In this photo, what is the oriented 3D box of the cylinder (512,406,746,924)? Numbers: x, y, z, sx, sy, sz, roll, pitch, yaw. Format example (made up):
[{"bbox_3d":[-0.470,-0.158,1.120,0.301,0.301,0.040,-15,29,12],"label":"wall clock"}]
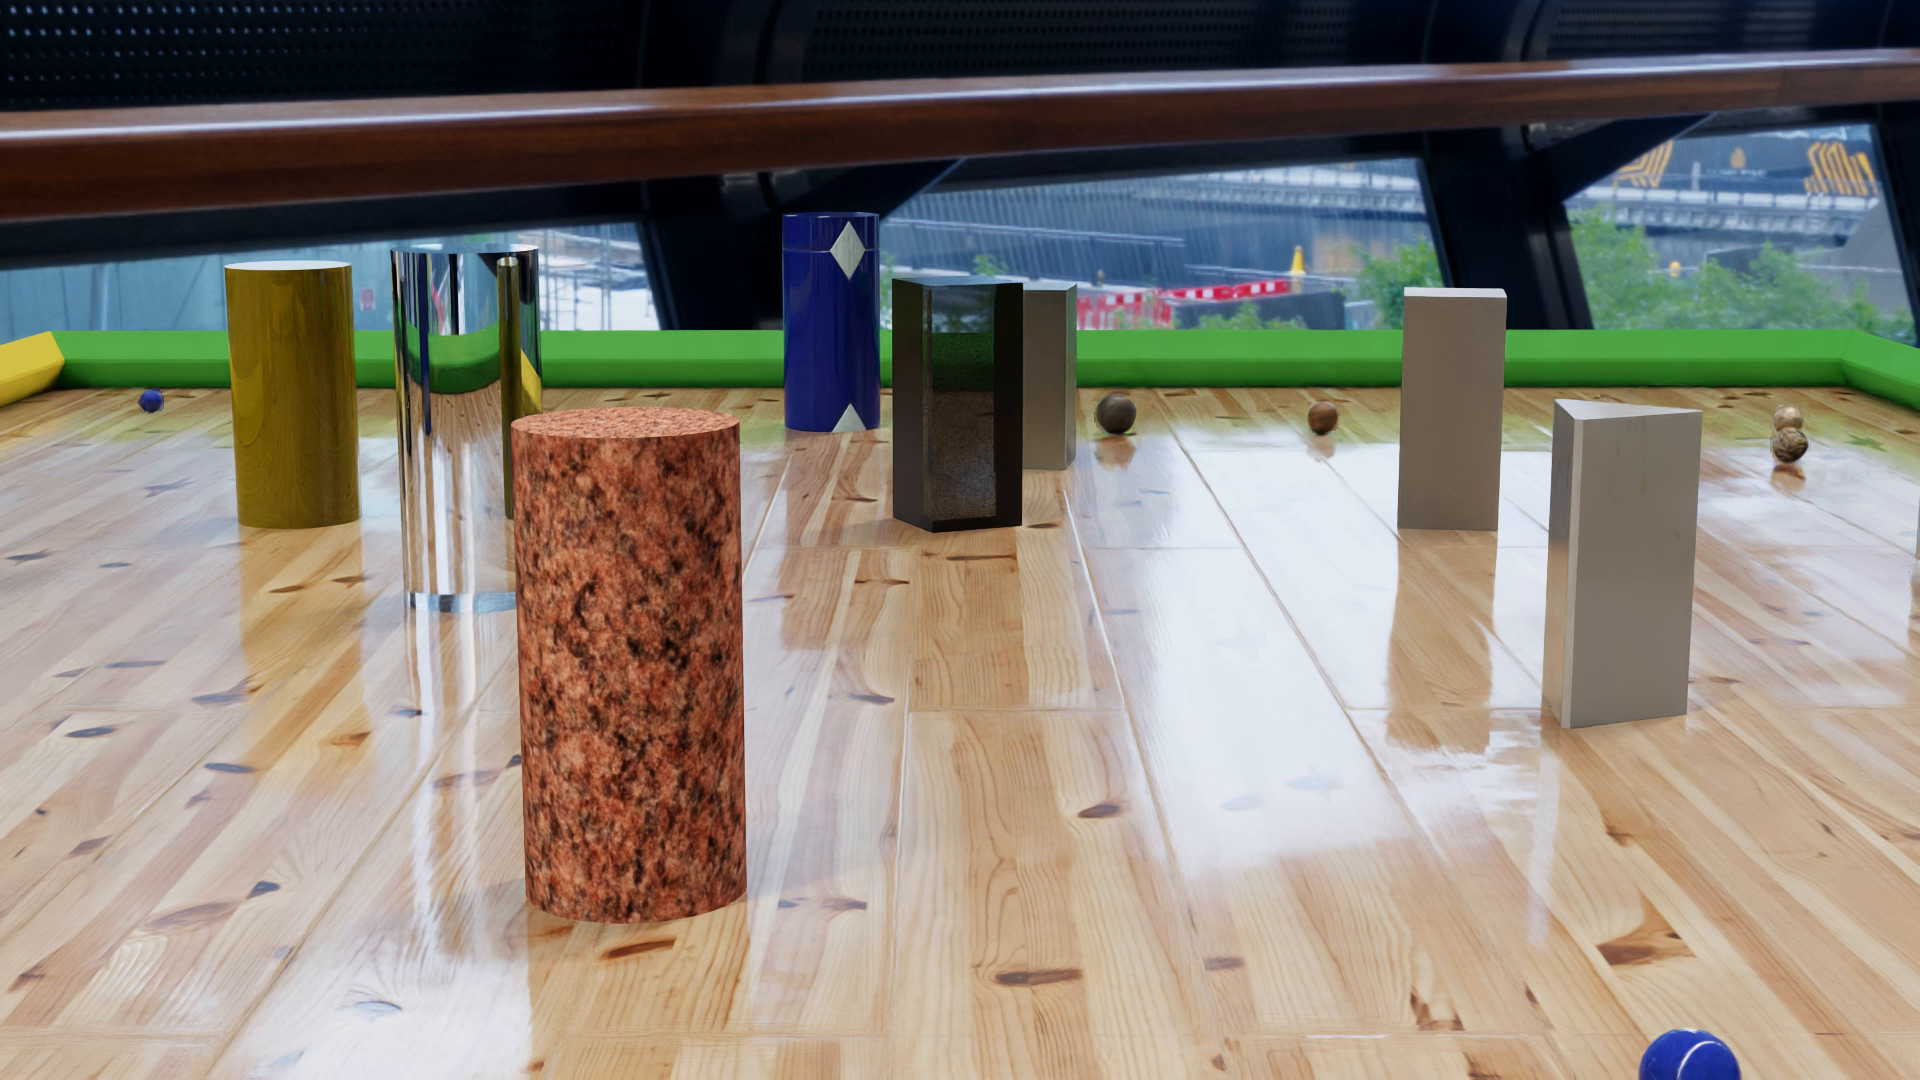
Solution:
[{"bbox_3d":[-0.290,0.105,2.262,0.197,0.421,0.197,0,10,0],"label":"cylinder"}]

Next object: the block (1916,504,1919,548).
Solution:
[{"bbox_3d":[1.550,-0.096,3.837,0.157,0.241,0.157,-1,11,-5],"label":"block"}]

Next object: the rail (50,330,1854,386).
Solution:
[{"bbox_3d":[-0.014,-0.412,5.849,4.123,0.128,0.045,0,10,0],"label":"rail"}]

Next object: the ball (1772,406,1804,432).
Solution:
[{"bbox_3d":[1.642,-0.235,5.088,0.059,0.059,0.059,0,10,0],"label":"ball"}]

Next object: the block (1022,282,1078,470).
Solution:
[{"bbox_3d":[0.127,-0.304,4.727,0.157,0.327,0.157,2,11,10],"label":"block"}]

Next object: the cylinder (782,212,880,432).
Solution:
[{"bbox_3d":[-0.260,-0.445,5.207,0.197,0.429,0.197,0,10,0],"label":"cylinder"}]

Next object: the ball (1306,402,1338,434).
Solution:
[{"bbox_3d":[0.725,-0.245,5.129,0.064,0.064,0.064,0,10,0],"label":"ball"}]

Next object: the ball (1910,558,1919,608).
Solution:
[{"bbox_3d":[1.311,0.057,3.403,0.098,0.098,0.098,0,10,0],"label":"ball"}]

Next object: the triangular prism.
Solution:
[{"bbox_3d":[0.719,0.021,2.919,0.170,0.347,0.148,-5,12,-24],"label":"triangular prism"}]

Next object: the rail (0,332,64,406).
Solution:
[{"bbox_3d":[-2.038,0.035,3.437,0.045,0.128,4.929,0,10,0],"label":"rail"}]

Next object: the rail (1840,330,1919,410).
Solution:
[{"bbox_3d":[2.038,0.031,3.460,0.045,0.128,4.929,0,10,0],"label":"rail"}]

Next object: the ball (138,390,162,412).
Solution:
[{"bbox_3d":[-1.714,-0.293,5.433,0.048,0.048,0.048,0,10,0],"label":"ball"}]

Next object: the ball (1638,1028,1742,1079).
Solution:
[{"bbox_3d":[0.505,0.373,1.775,0.070,0.070,0.070,0,10,0],"label":"ball"}]

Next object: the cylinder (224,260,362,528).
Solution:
[{"bbox_3d":[-1.073,-0.237,4.136,0.197,0.411,0.197,0,10,0],"label":"cylinder"}]

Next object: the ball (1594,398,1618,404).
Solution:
[{"bbox_3d":[1.285,-0.246,5.109,0.074,0.074,0.074,0,10,0],"label":"ball"}]

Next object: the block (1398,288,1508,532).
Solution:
[{"bbox_3d":[0.786,-0.212,4.112,0.157,0.370,0.157,2,11,9],"label":"block"}]

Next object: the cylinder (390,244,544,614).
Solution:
[{"bbox_3d":[-0.669,-0.157,3.505,0.197,0.482,0.197,0,10,0],"label":"cylinder"}]

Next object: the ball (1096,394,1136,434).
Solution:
[{"bbox_3d":[0.311,-0.252,5.118,0.082,0.082,0.082,0,10,0],"label":"ball"}]

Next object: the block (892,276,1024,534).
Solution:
[{"bbox_3d":[-0.005,-0.221,4.109,0.157,0.389,0.157,-5,12,-24],"label":"block"}]

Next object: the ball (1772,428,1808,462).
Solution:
[{"bbox_3d":[1.541,-0.177,4.764,0.064,0.064,0.064,0,10,0],"label":"ball"}]
